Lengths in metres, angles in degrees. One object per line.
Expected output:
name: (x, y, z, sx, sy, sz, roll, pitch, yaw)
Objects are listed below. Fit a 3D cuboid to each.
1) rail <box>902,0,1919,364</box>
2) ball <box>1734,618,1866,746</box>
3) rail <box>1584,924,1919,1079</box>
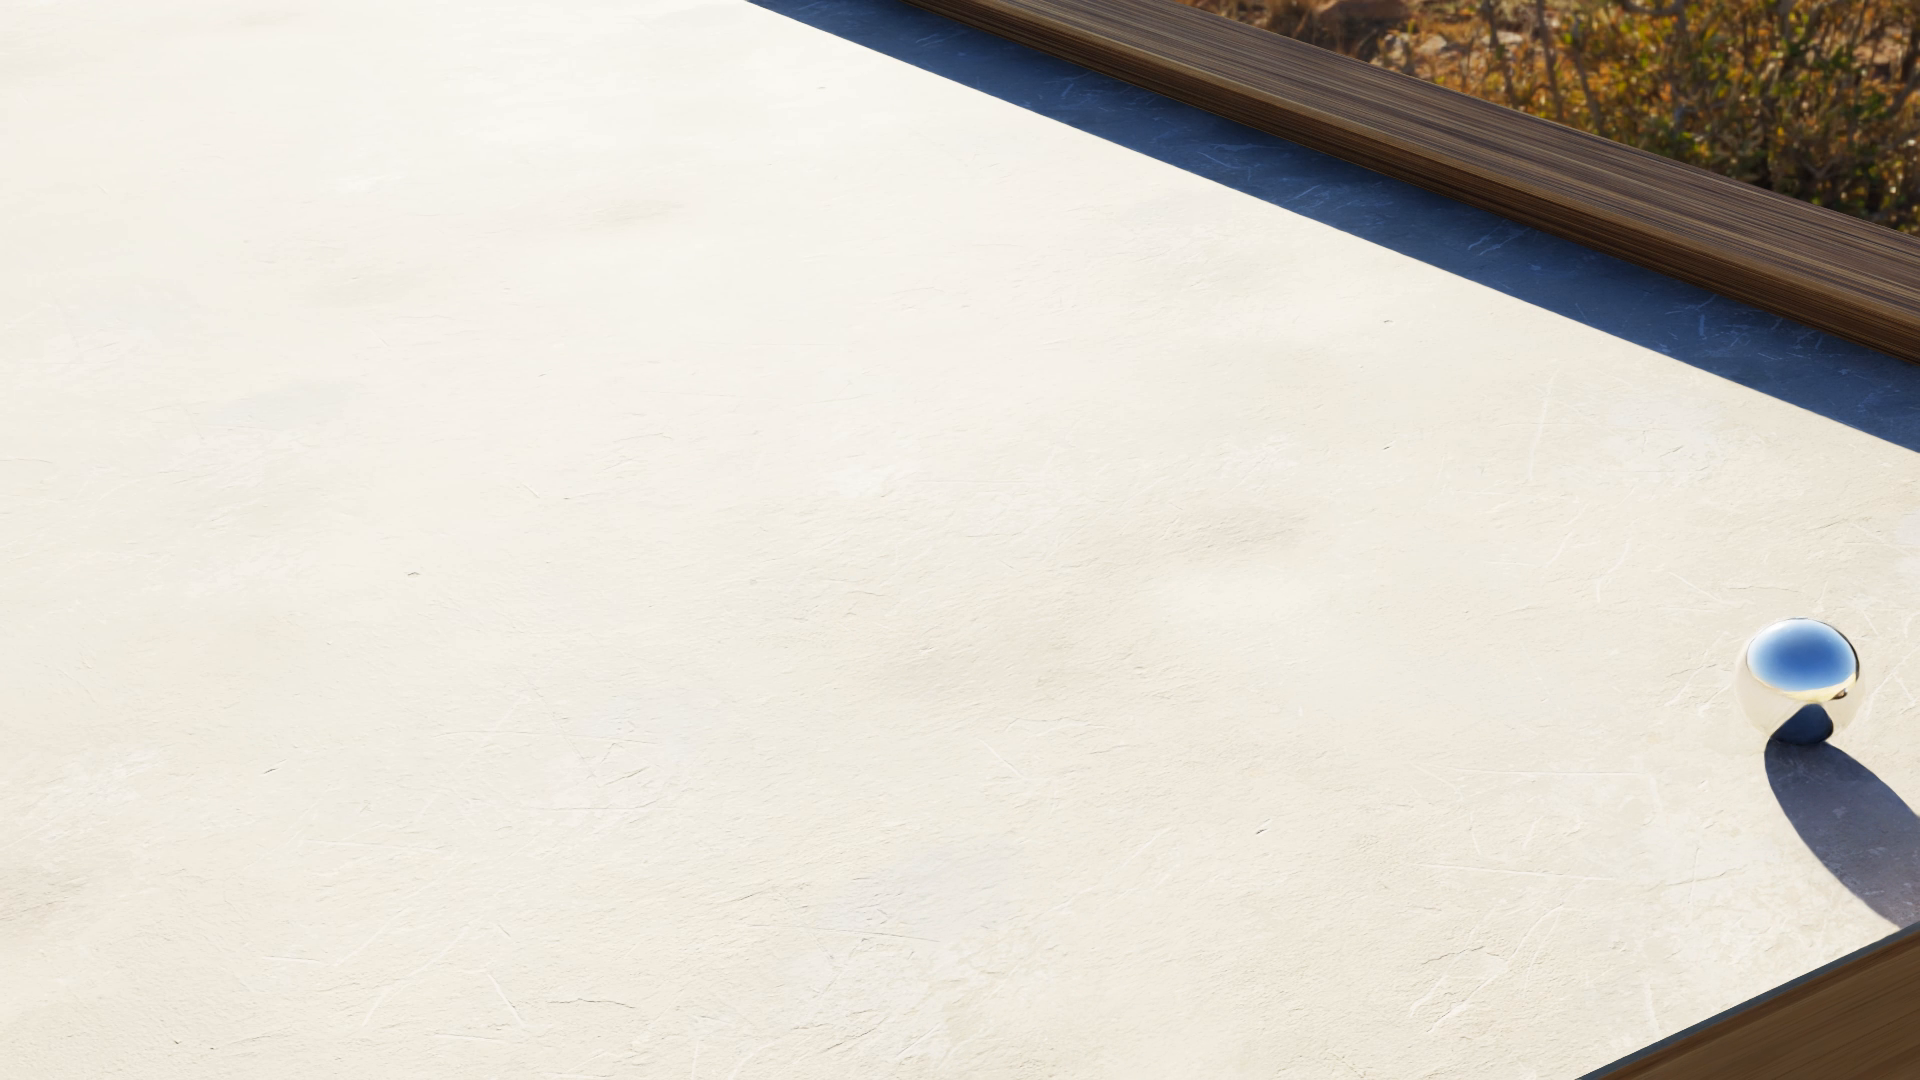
rail: (0.292, -0.536, 3.367, 0.045, 0.115, 3.449, -16, 29, -31)
ball: (0.568, 0.096, 1.992, 0.087, 0.087, 0.087, 0, 24, 0)
rail: (0.477, 0.256, 1.595, 1.951, 0.115, 0.045, -16, 29, -31)
